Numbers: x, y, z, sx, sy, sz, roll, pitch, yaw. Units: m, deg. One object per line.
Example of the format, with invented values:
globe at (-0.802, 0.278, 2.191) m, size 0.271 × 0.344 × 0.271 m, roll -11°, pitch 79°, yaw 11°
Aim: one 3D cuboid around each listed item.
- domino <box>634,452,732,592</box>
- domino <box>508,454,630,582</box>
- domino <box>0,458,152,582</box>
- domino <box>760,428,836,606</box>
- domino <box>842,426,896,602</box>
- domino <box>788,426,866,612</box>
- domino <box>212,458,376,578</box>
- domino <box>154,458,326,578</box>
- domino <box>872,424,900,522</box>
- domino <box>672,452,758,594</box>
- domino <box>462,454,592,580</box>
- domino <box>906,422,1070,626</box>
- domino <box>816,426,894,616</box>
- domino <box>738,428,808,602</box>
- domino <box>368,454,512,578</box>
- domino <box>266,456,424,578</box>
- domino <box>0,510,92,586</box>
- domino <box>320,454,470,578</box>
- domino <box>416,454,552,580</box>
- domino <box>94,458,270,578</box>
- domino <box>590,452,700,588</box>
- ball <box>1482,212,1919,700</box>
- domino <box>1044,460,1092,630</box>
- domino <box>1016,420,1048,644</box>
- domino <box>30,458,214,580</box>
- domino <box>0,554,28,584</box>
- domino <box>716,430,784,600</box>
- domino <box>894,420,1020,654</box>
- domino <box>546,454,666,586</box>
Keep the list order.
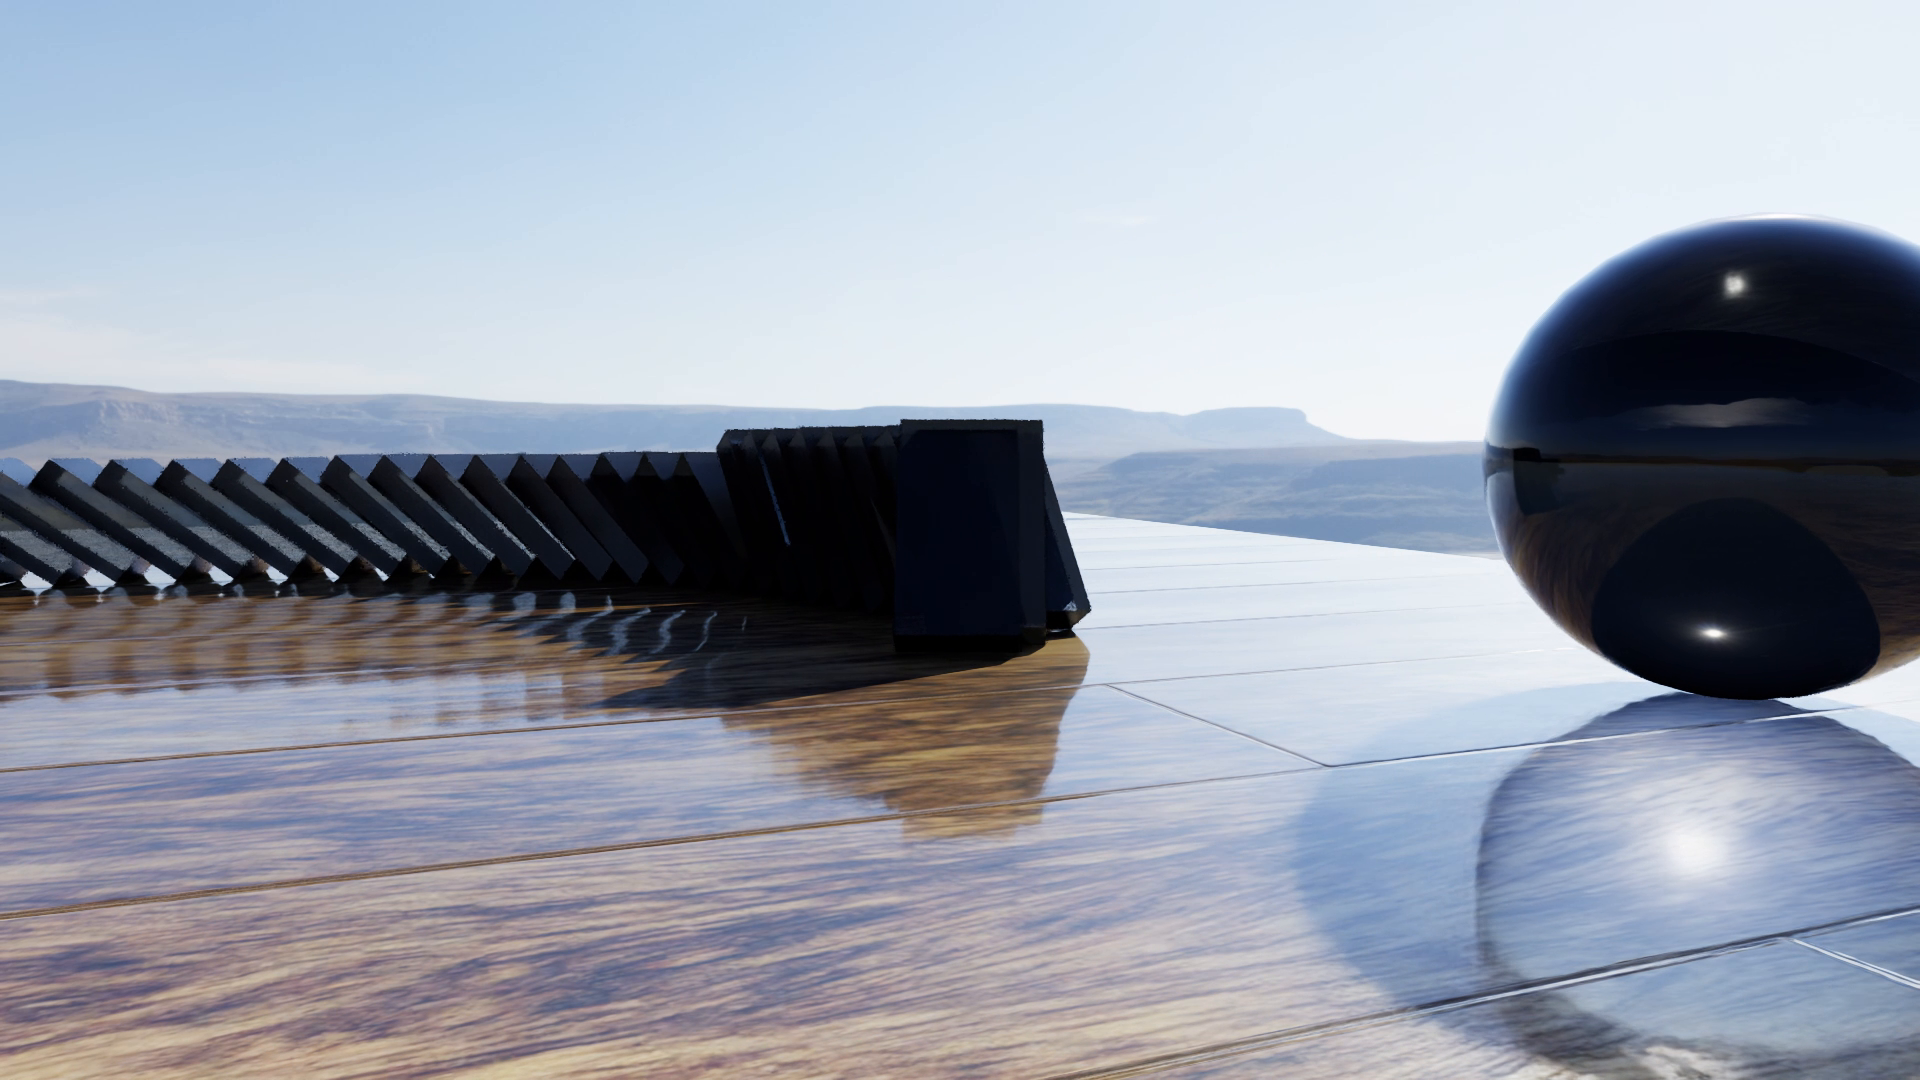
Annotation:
domino at (-0.076, -0.006, 0.388) m, size 0.025 × 0.010 × 0.050 m, roll -4°, pitch 47°, yaw -45°
domino at (-0.119, -0.008, 0.410) m, size 0.050 × 0.010 × 0.025 m, roll 45°, pitch 23°, yaw 19°
domino at (-0.278, -0.006, 0.399) m, size 0.050 × 0.010 × 0.025 m, roll 38°, pitch -7°, yaw -15°
domino at (-0.035, -0.007, 0.349) m, size 0.025 × 0.050 × 0.010 m, roll -3°, pitch -29°, yaw -35°
domino at (-0.010, -0.005, 0.324) m, size 0.025 × 0.050 × 0.009 m, roll -3°, pitch -28°, yaw -35°
domino at (-0.026, -0.006, 0.340) m, size 0.025 × 0.050 × 0.009 m, roll -3°, pitch -28°, yaw -35°
domino at (-0.215, -0.008, 0.420) m, size 0.050 × 0.010 × 0.025 m, roll 37°, pitch 3°, yaw -3°
domino at (-0.231, -0.008, 0.418) m, size 0.050 × 0.010 × 0.025 m, roll 37°, pitch 2°, yaw -5°
domino at (-0.002, -0.005, 0.316) m, size 0.025 × 0.050 × 0.010 m, roll -3°, pitch -28°, yaw -34°
domino at (-0.063, -0.006, 0.379) m, size 0.025 × 0.009 × 0.050 m, roll -3°, pitch 46°, yaw -39°
domino at (-0.134, -0.008, 0.414) m, size 0.050 × 0.009 × 0.025 m, roll 43°, pitch 18°, yaw 14°
domino at (0.006, -0.004, 0.308) m, size 0.025 × 0.050 × 0.009 m, roll 0°, pitch -30°, yaw -33°
domino at (-0.018, -0.006, 0.332) m, size 0.025 × 0.050 × 0.010 m, roll -3°, pitch -28°, yaw -35°
domino at (-0.042, -0.008, 0.357) m, size 0.025 × 0.050 × 0.010 m, roll -3°, pitch -29°, yaw -35°
domino at (-0.166, -0.009, 0.421) m, size 0.050 × 0.010 × 0.025 m, roll 41°, pitch 12°, yaw 7°
domino at (-0.198, -0.008, 0.422) m, size 0.050 × 0.009 × 0.025 m, roll 38°, pitch 6°, yaw 0°
domino at (-0.292, -0.006, 0.391) m, size 0.050 × 0.010 × 0.025 m, roll 38°, pitch -7°, yaw -16°
domino at (-0.182, -0.009, 0.422) m, size 0.050 × 0.010 × 0.025 m, roll 40°, pitch 9°, yaw 4°
domino at (-0.150, -0.008, 0.418) m, size 0.050 × 0.010 × 0.025 m, roll 42°, pitch 15°, yaw 11°
domino at (-0.247, -0.007, 0.413) m, size 0.050 × 0.010 × 0.025 m, roll 37°, pitch -1°, yaw -9°
domino at (-0.090, -0.007, 0.396) m, size 0.025 × 0.010 × 0.050 m, roll -6°, pitch 48°, yaw -52°
ball at (0.130, -0.014, 0.214) m, size 0.080 × 0.080 × 0.080 m, roll 0°, pitch 4°, yaw 0°
domino at (0.011, -0.004, 0.296) m, size 0.025 × 0.050 × 0.010 m, roll 1°, pitch -30°, yaw -29°
domino at (0.006, -0.002, 0.279) m, size 0.025 × 0.050 × 0.010 m, roll 0°, pitch -26°, yaw 1°
domino at (-0.263, -0.007, 0.408) m, size 0.050 × 0.010 × 0.025 m, roll 37°, pitch -3°, yaw -11°
domino at (-0.306, -0.005, 0.383) m, size 0.050 × 0.010 × 0.025 m, roll 38°, pitch -7°, yaw -13°
domino at (-0.050, -0.008, 0.366) m, size 0.025 × 0.050 × 0.009 m, roll -3°, pitch -29°, yaw -35°
domino at (0.000, -0.001, 0.268) m, size 0.025 × 0.050 × 0.009 m, roll 0°, pitch -27°, yaw 1°
domino at (-0.105, -0.007, 0.403) m, size 0.050 × 0.009 × 0.025 m, roll 45°, pitch 25°, yaw 21°
